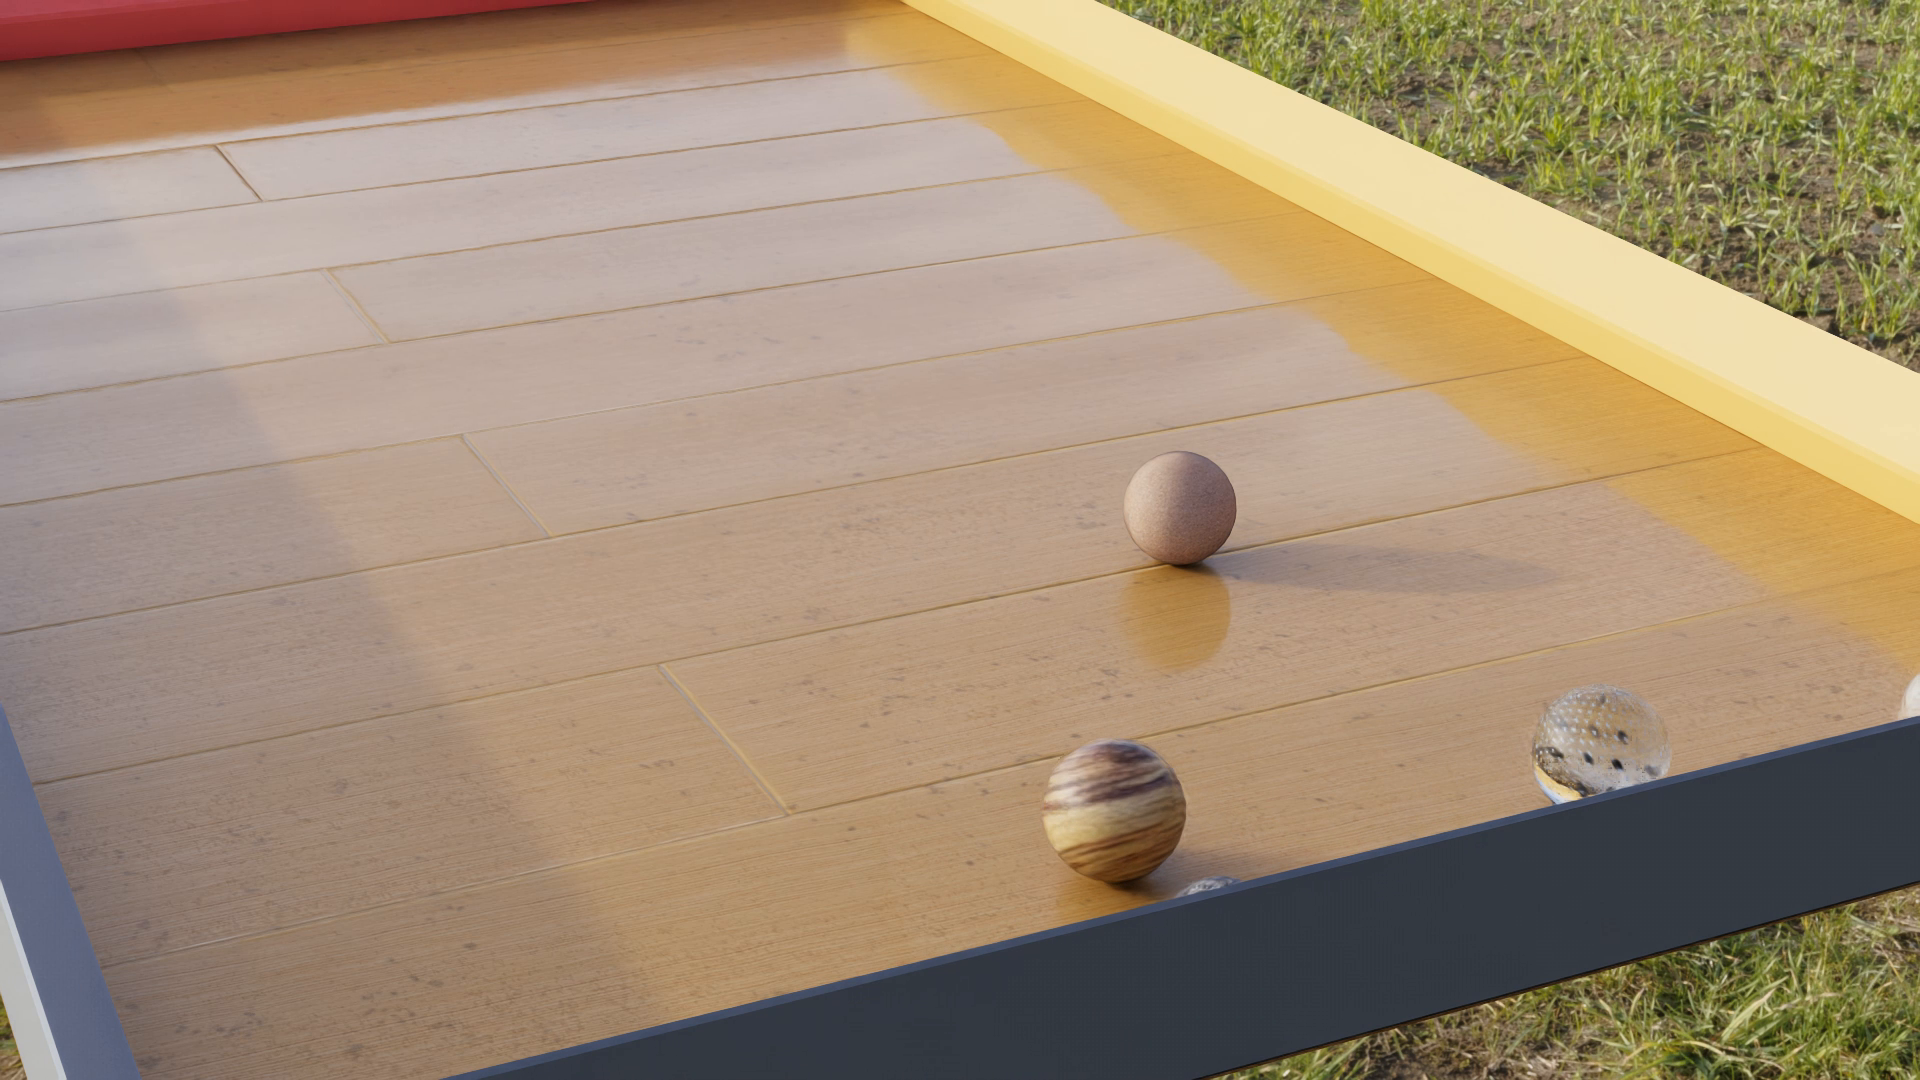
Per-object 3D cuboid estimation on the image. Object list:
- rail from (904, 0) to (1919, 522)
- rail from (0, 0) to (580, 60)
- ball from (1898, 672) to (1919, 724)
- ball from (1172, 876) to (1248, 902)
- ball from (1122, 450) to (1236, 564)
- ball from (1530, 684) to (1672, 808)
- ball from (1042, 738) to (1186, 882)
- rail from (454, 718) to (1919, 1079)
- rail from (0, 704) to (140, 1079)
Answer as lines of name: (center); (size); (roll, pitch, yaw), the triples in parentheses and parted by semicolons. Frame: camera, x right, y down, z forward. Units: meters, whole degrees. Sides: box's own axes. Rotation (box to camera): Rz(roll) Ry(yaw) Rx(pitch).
rail: (0.379, -0.378, 3.040); (0.045, 0.118, 2.628); (-11, 26, -23)
rail: (-0.824, -0.722, 3.831); (1.496, 0.118, 0.045); (-11, 26, -23)
ball: (0.664, 0.119, 1.932); (0.091, 0.091, 0.091); (0, 23, 0)
ball: (0.151, 0.231, 1.699); (0.072, 0.072, 0.072); (0, 23, 0)
ball: (0.169, -0.025, 2.267); (0.088, 0.088, 0.088); (0, 23, 0)
ball: (0.412, 0.137, 1.893); (0.088, 0.088, 0.088); (0, 23, 0)
ball: (0.095, 0.167, 1.823); (0.089, 0.089, 0.089); (0, 23, 0)
rail: (0.268, 0.210, 1.687); (1.496, 0.118, 0.045); (-11, 26, -23)
rail: (-0.934, -0.134, 2.478); (0.045, 0.118, 2.628); (-11, 26, -23)
